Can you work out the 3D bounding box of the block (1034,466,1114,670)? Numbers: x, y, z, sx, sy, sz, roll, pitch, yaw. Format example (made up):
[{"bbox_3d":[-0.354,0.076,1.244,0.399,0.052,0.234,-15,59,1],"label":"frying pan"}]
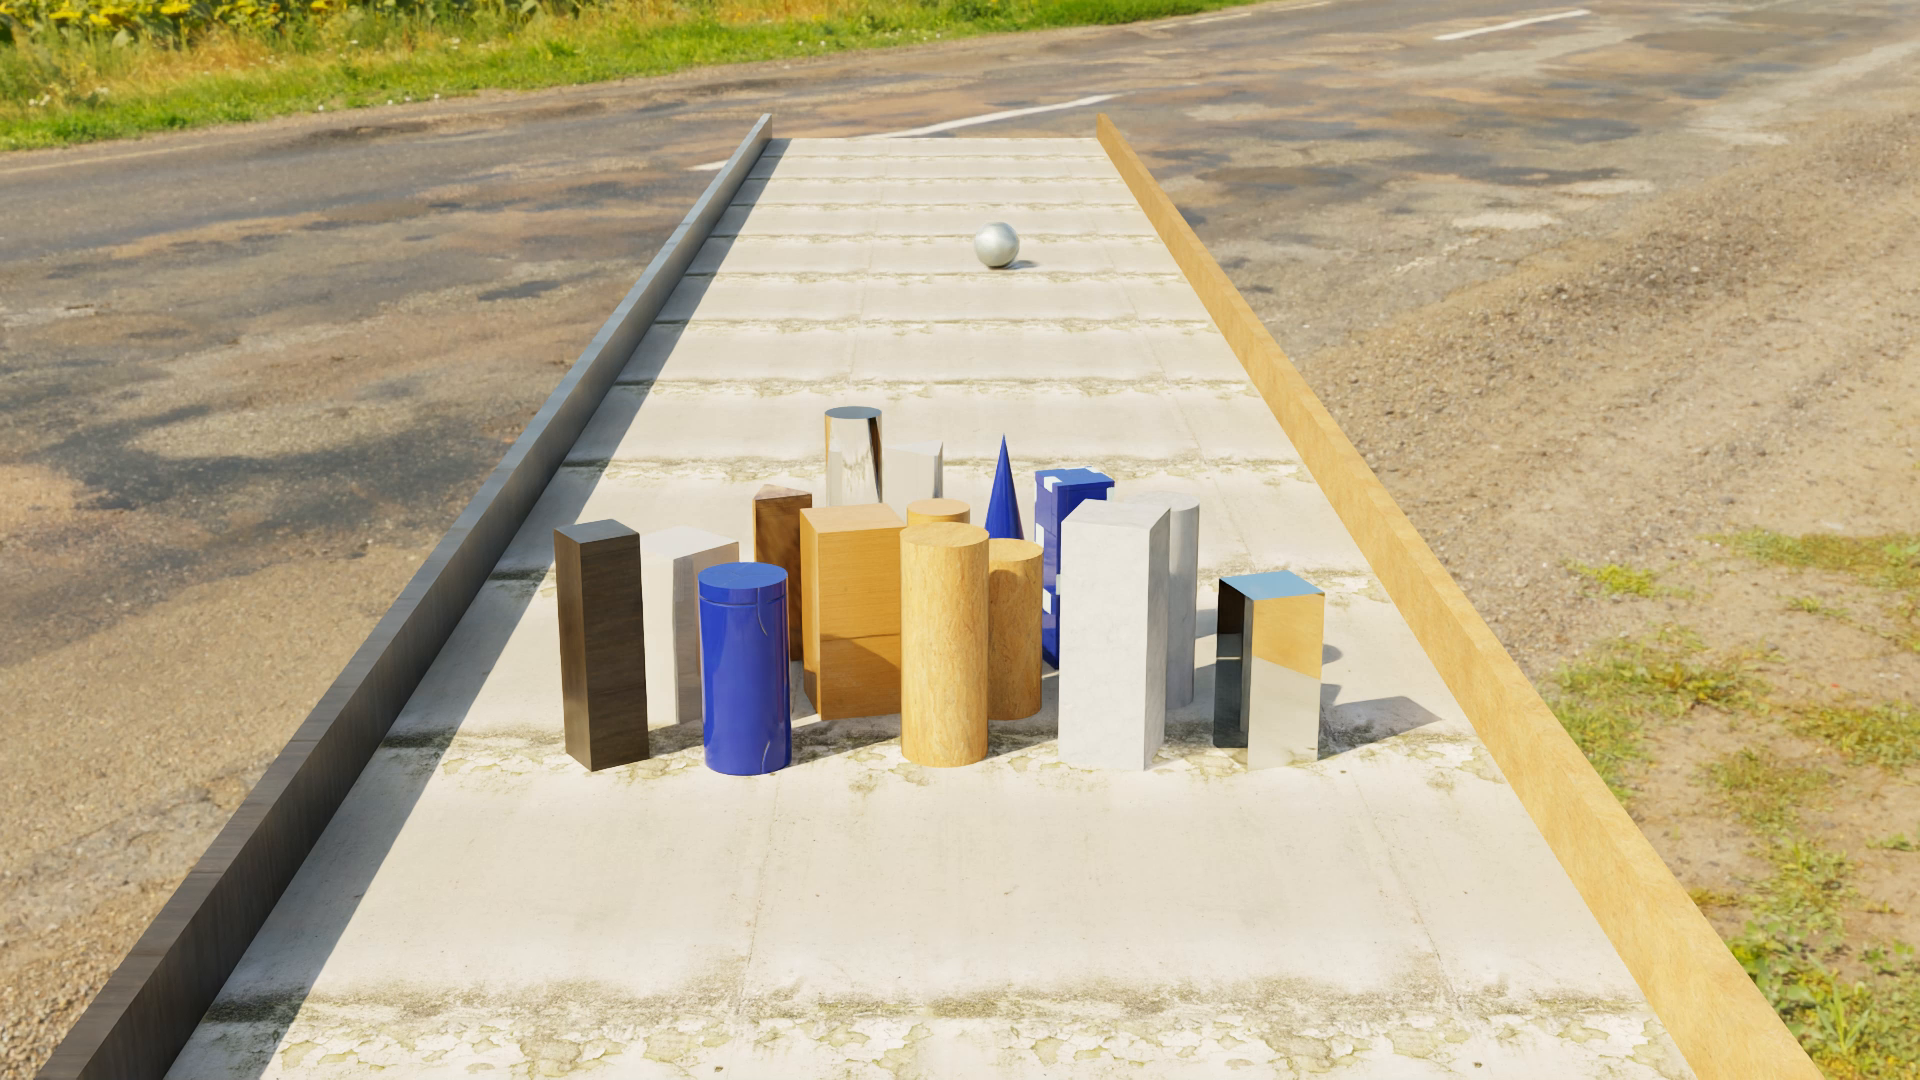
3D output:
[{"bbox_3d":[0.226,0.055,4.382,0.121,0.377,0.121,-6,17,-18],"label":"block"}]

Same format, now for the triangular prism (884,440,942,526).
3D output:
[{"bbox_3d":[-0.075,-0.061,4.893,0.141,0.307,0.122,11,20,33],"label":"triangular prism"}]

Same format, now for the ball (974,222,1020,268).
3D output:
[{"bbox_3d":[0.149,-1.198,8.924,0.188,0.188,0.188,0,17,0],"label":"ball"}]

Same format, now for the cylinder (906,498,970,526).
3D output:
[{"bbox_3d":[-0.042,0.086,4.381,0.125,0.317,0.125,0,17,0],"label":"cylinder"}]

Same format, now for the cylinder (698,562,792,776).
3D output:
[{"bbox_3d":[-0.377,0.226,3.866,0.156,0.343,0.156,0,17,0],"label":"cylinder"}]

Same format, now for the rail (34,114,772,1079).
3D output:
[{"bbox_3d":[-1.118,-0.838,7.780,0.050,0.150,12.000,0,17,-1],"label":"rail"}]

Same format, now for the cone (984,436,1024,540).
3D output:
[{"bbox_3d":[0.092,-0.038,4.661,0.155,0.394,0.155,0,17,0],"label":"cone"}]

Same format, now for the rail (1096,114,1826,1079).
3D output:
[{"bbox_3d":[0.932,-0.844,7.801,0.050,0.150,12.000,0,17,-1],"label":"rail"}]

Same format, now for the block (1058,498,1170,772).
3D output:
[{"bbox_3d":[0.273,0.167,3.889,0.155,0.443,0.155,5,17,18],"label":"block"}]

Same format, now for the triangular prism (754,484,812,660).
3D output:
[{"bbox_3d":[-0.367,0.065,4.405,0.121,0.343,0.105,-7,18,-22],"label":"triangular prism"}]

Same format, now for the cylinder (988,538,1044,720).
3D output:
[{"bbox_3d":[0.081,0.167,4.122,0.148,0.310,0.148,0,17,0],"label":"cylinder"}]

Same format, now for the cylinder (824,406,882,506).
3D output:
[{"bbox_3d":[-0.220,-0.047,4.595,0.119,0.450,0.119,0,17,0],"label":"cylinder"}]

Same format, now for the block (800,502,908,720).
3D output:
[{"bbox_3d":[-0.199,0.133,4.141,0.168,0.364,0.168,-4,17,-14],"label":"block"}]

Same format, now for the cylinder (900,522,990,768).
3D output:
[{"bbox_3d":[-0.027,0.185,3.893,0.157,0.406,0.157,0,17,0],"label":"cylinder"}]

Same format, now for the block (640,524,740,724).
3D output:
[{"bbox_3d":[-0.523,0.157,4.136,0.159,0.321,0.159,15,22,41],"label":"block"}]

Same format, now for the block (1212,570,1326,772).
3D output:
[{"bbox_3d":[0.546,0.230,3.898,0.137,0.316,0.137,-6,18,-19],"label":"block"}]

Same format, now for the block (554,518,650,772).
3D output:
[{"bbox_3d":[-0.630,0.185,3.871,0.112,0.419,0.112,-11,20,-32],"label":"block"}]

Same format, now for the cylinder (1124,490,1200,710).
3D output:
[{"bbox_3d":[0.376,0.114,4.158,0.143,0.390,0.143,0,17,0],"label":"cylinder"}]
